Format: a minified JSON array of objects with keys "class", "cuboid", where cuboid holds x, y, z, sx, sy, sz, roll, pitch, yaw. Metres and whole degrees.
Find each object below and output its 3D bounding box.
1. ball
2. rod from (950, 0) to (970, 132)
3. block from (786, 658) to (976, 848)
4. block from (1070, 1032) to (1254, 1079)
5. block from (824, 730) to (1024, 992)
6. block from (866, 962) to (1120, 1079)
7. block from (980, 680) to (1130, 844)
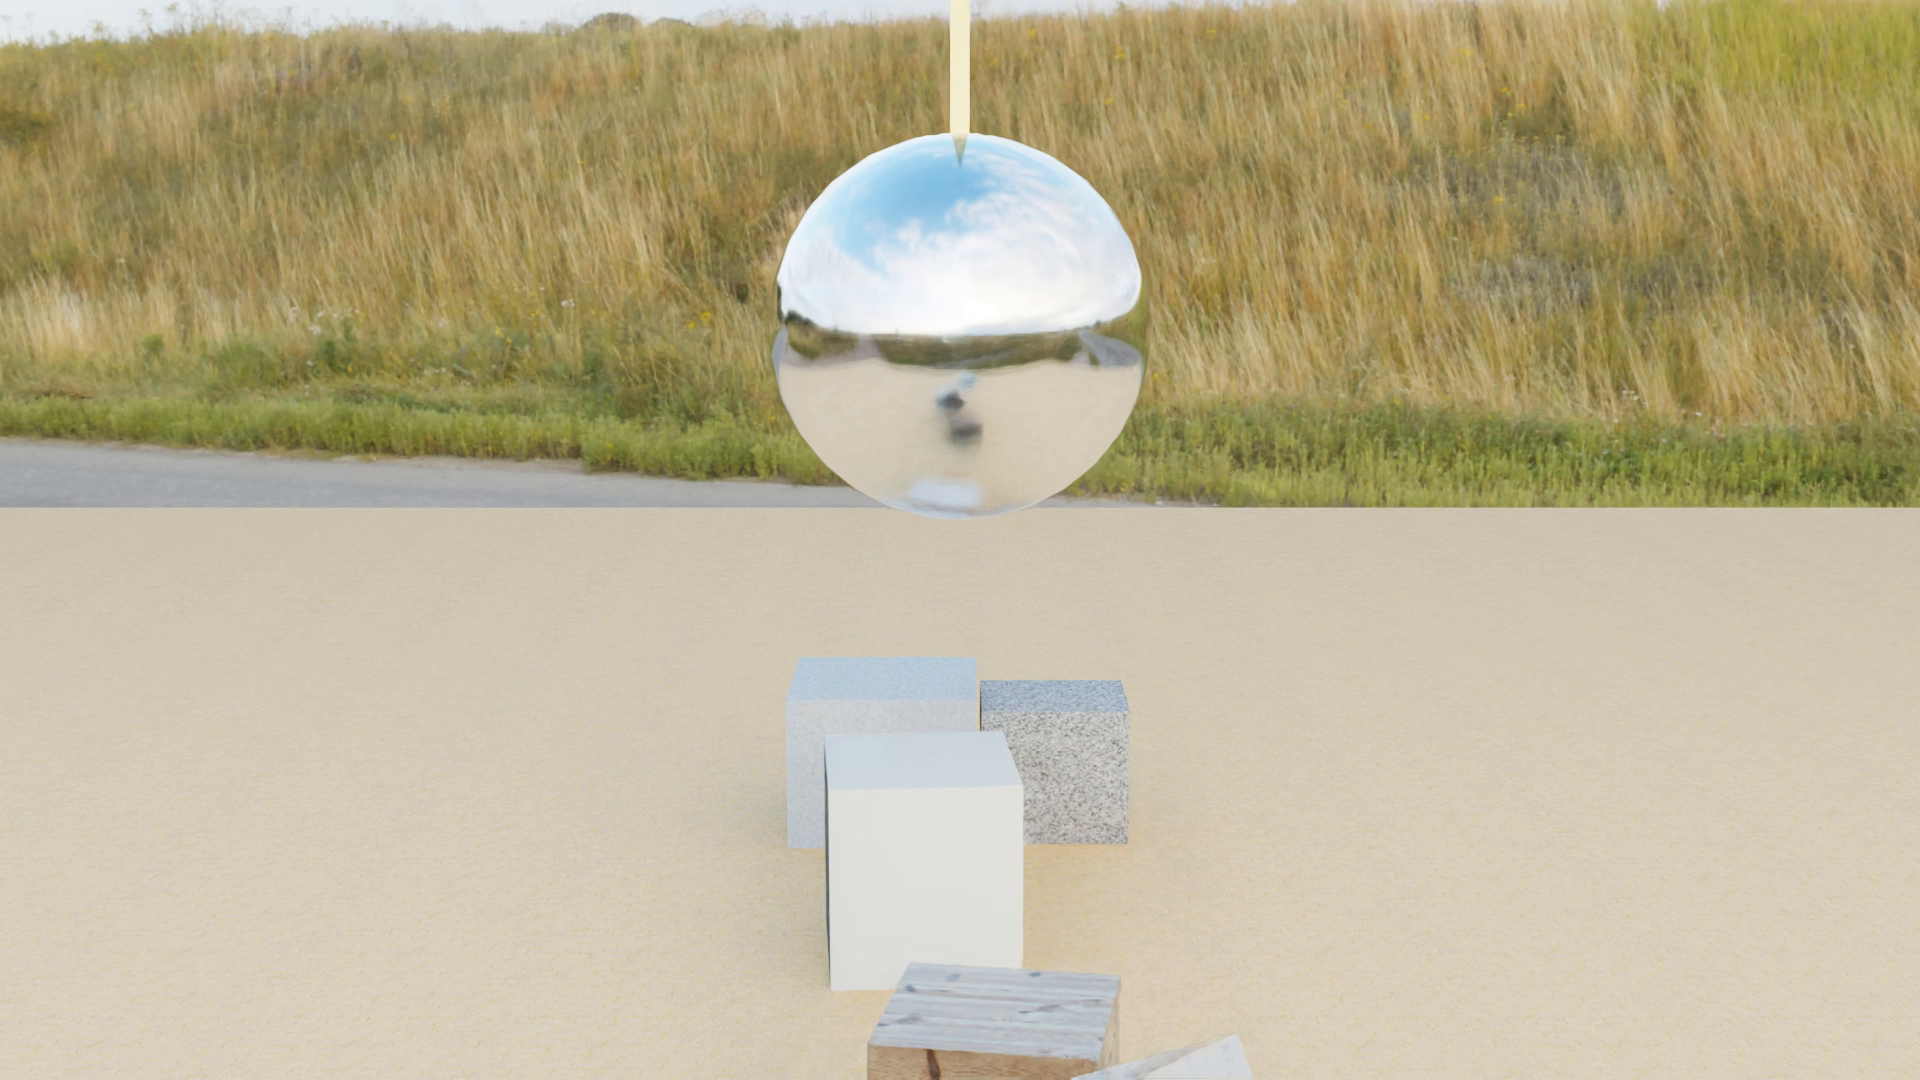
[{"class":"ball","cuboid":[0.000,-0.885,9.169,1.600,1.600,1.600,0,10,0]},{"class":"rod","cuboid":[0.000,-4.257,9.604,0.080,5.200,0.080,0,-7,0]},{"class":"block","cuboid":[-0.388,1.089,11.427,0.947,0.768,0.916,0,10,0]},{"class":"block","cuboid":[0.401,1.620,5.425,0.537,0.557,0.605,-10,-14,-45]},{"class":"block","cuboid":[-0.175,1.375,9.567,0.806,0.872,0.859,-1,10,-5]},{"class":"block","cuboid":[0.128,1.881,7.313,0.736,0.682,0.724,2,10,9]},{"class":"block","cuboid":[0.479,1.139,11.368,0.744,0.692,0.645,0,10,0]}]
